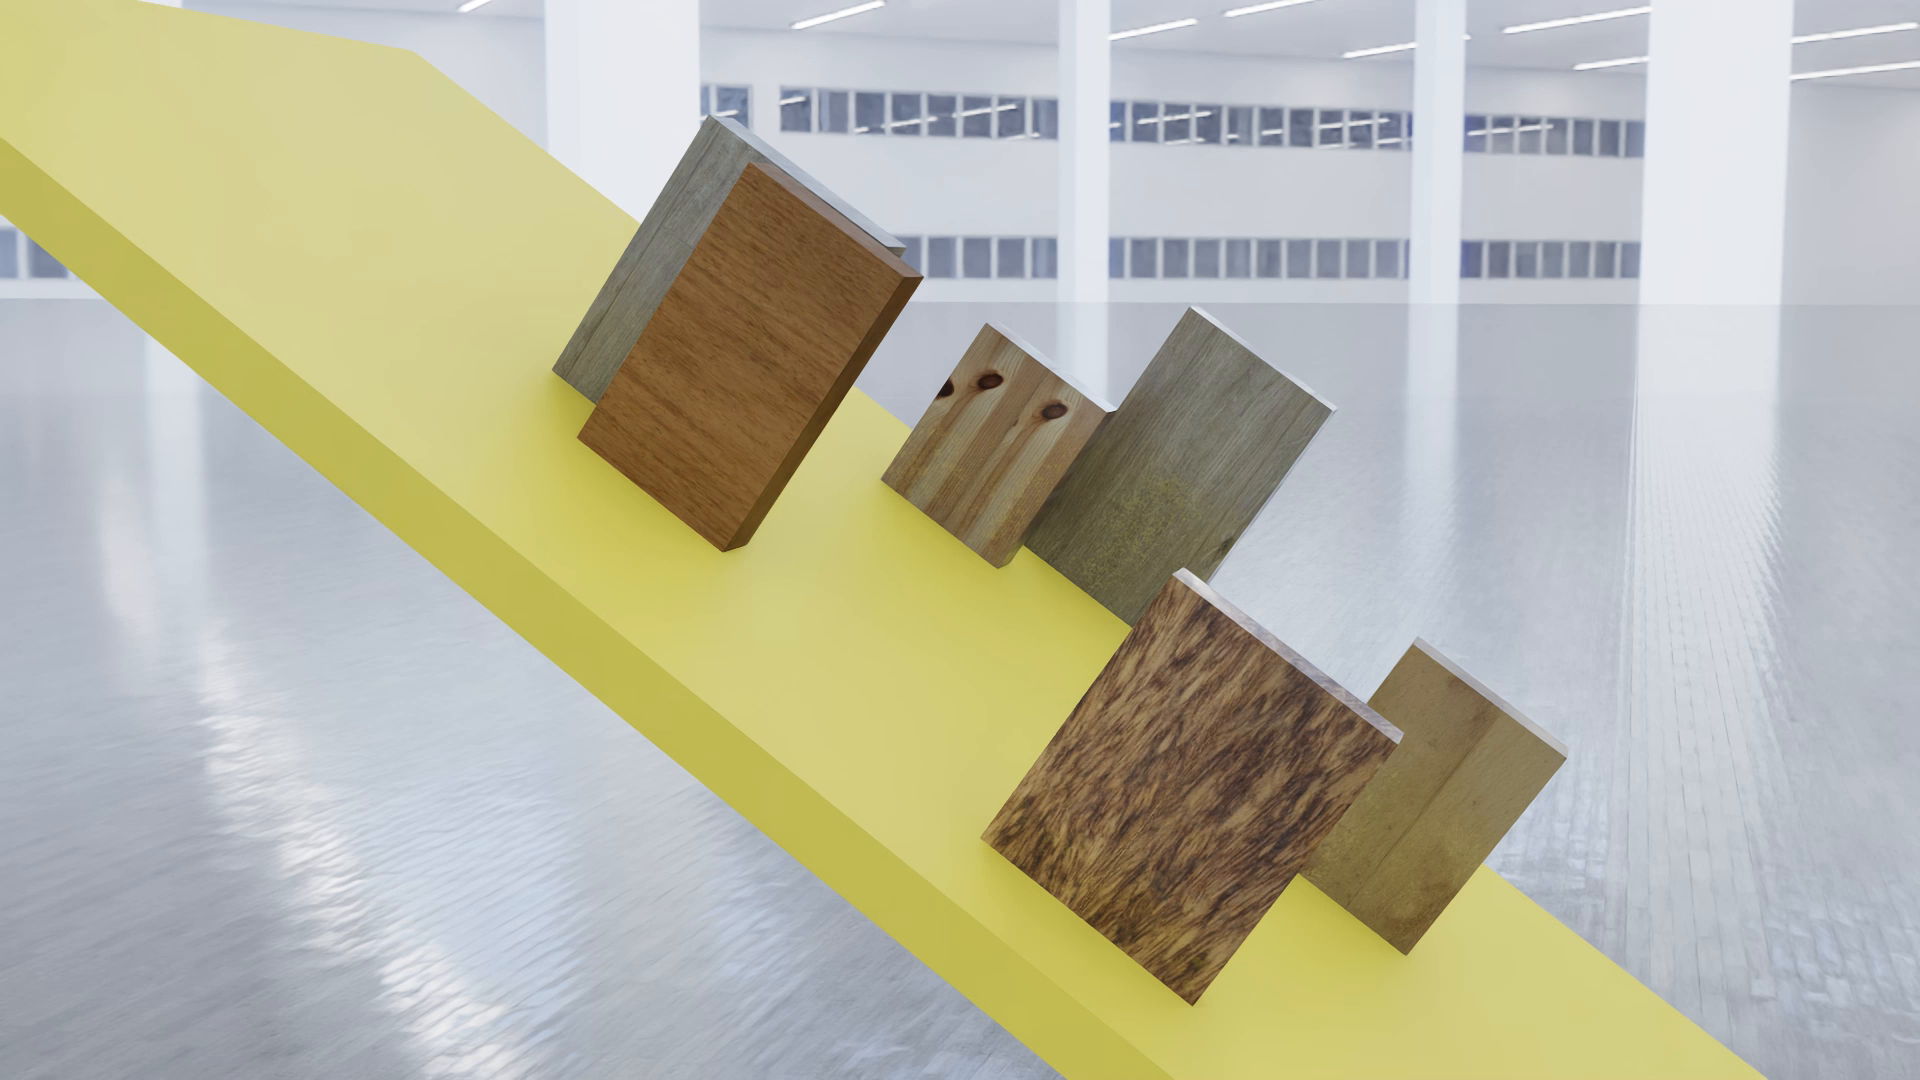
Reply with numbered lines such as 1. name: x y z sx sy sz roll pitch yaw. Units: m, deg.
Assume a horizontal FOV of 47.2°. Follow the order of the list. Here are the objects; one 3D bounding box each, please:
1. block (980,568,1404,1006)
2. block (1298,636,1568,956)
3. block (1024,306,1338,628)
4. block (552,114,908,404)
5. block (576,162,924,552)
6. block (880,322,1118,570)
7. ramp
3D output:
1. block: 0.335 0.362 3.228 0.398 0.500 0.083 37 16 10
2. block: 0.820 0.464 3.989 0.331 0.468 0.091 37 16 10
3. block: 0.470 -0.135 4.741 0.373 0.634 0.095 37 16 10
4. block: -0.413 -0.408 3.894 0.396 0.545 0.112 37 16 10
5. block: -0.355 -0.304 3.676 0.324 0.559 0.105 37 16 10
6. block: 0.079 -0.197 4.554 0.312 0.401 0.095 37 16 10
7. ramp: -0.089 0.161 4.081 4.000 0.100 2.000 37 16 10
